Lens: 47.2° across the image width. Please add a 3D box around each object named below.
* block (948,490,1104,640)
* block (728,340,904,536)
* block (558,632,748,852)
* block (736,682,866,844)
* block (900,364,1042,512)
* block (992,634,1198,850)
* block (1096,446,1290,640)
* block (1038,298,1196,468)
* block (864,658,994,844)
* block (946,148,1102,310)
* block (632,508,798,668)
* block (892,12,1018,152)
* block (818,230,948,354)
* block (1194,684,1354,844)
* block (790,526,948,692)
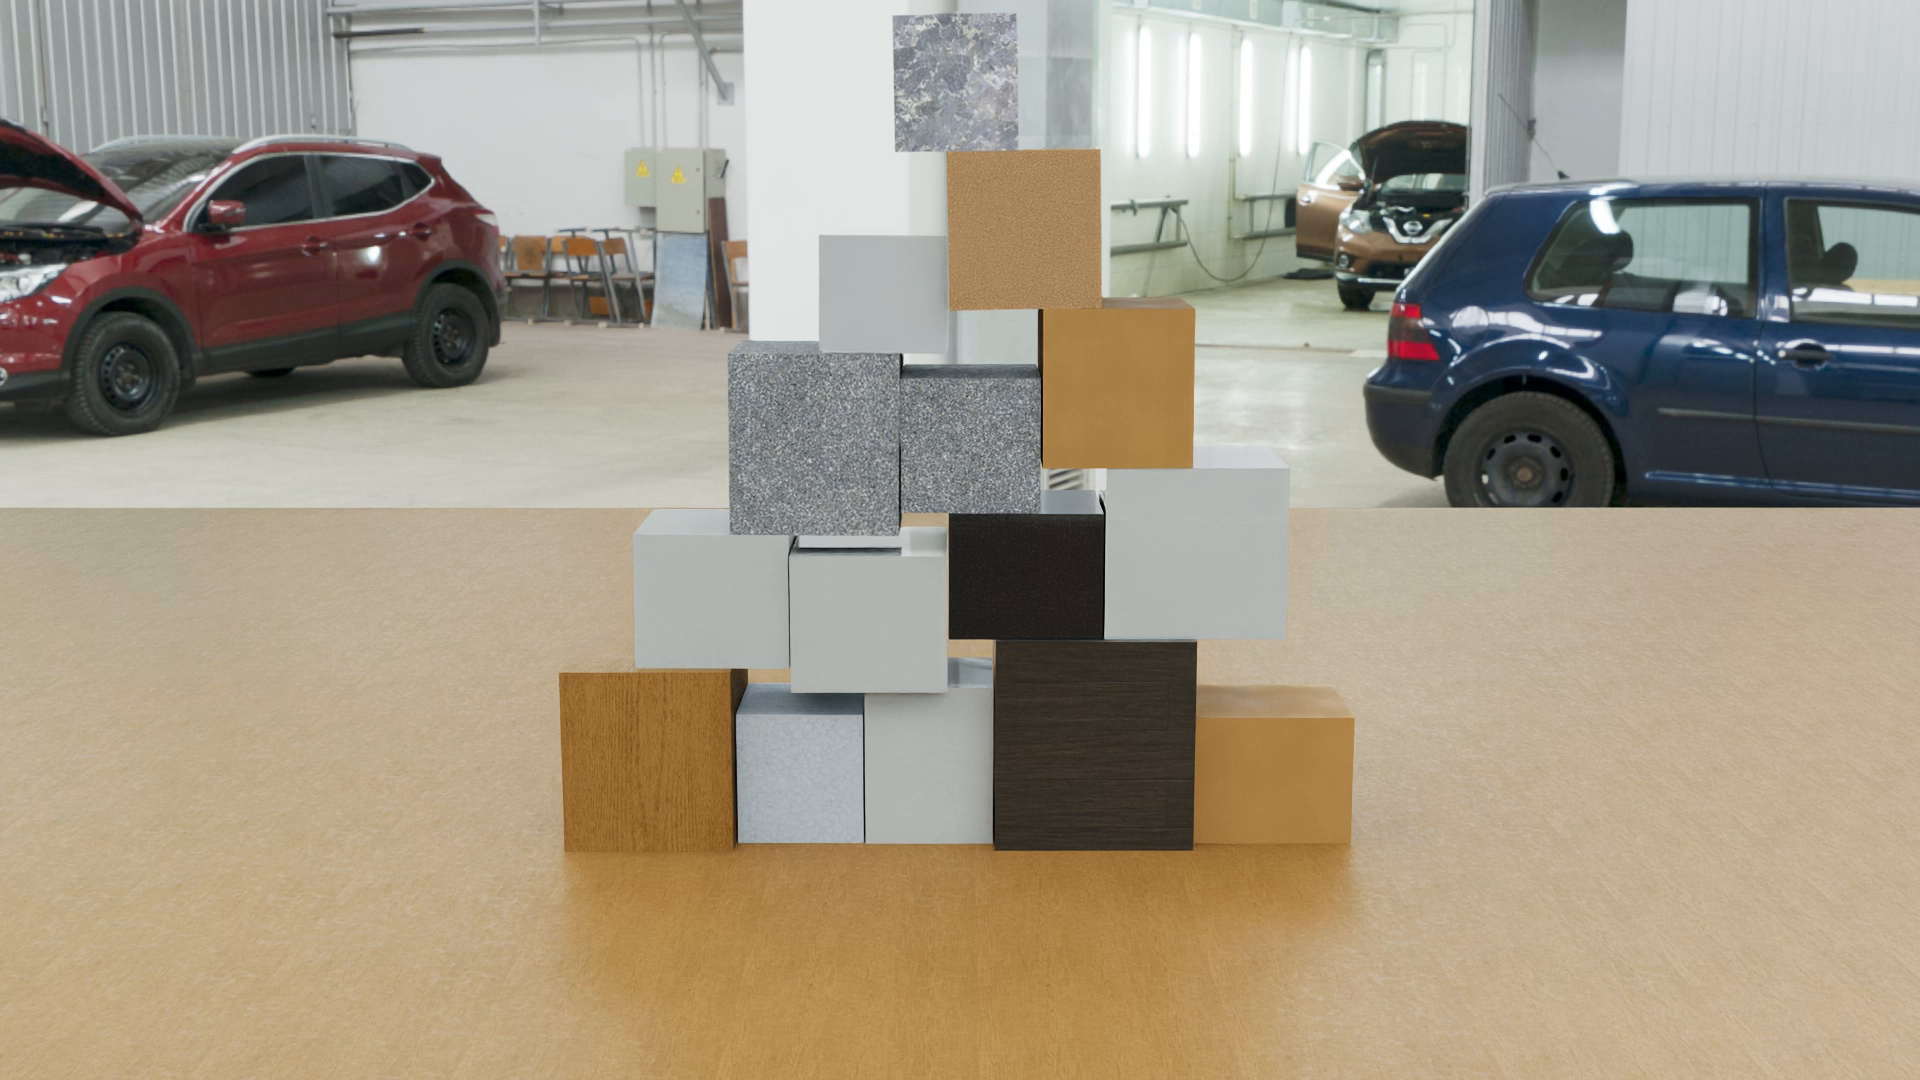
[{"bbox_3d":[0.324,0.115,11.184,0.760,0.629,0.757,0,10,0],"label":"block"},{"bbox_3d":[-0.711,-0.525,11.071,0.830,0.889,0.735,0,10,0],"label":"block"},{"bbox_3d":[-1.554,1.025,11.349,0.843,0.922,0.897,0,10,0],"label":"block"},{"bbox_3d":[-0.805,1.146,11.394,0.635,0.669,0.661,0,10,0],"label":"block"},{"bbox_3d":[0.051,-0.521,11.078,0.688,0.662,0.708,0,10,0],"label":"block"},{"bbox_3d":[0.672,0.946,11.367,0.992,1.072,0.921,0,10,0],"label":"block"},{"bbox_3d":[1.162,-0.002,11.195,0.895,0.855,0.809,0,10,0],"label":"block"},{"bbox_3d":[0.768,-0.800,11.029,0.732,0.775,0.780,0,10,0],"label":"block"},{"bbox_3d":[-0.156,1.078,11.373,0.643,0.810,0.657,0,10,0],"label":"block"},{"bbox_3d":[0.309,-1.552,10.907,0.734,0.753,0.794,-1,10,0],"label":"block"},{"bbox_3d":[-1.225,0.237,11.223,0.763,0.673,0.765,0,10,0],"label":"block"},{"bbox_3d":[-0.020,-2.235,10.789,0.593,0.643,0.587,-1,10,0],"label":"block"},{"bbox_3d":[-0.372,-1.242,10.953,0.625,0.571,0.588,0,10,0],"label":"block"},{"bbox_3d":[1.577,1.152,11.399,0.798,0.655,0.683,0,10,0],"label":"block"},{"bbox_3d":[-0.451,0.342,11.241,0.771,0.686,0.843,0,10,0],"label":"block"}]
